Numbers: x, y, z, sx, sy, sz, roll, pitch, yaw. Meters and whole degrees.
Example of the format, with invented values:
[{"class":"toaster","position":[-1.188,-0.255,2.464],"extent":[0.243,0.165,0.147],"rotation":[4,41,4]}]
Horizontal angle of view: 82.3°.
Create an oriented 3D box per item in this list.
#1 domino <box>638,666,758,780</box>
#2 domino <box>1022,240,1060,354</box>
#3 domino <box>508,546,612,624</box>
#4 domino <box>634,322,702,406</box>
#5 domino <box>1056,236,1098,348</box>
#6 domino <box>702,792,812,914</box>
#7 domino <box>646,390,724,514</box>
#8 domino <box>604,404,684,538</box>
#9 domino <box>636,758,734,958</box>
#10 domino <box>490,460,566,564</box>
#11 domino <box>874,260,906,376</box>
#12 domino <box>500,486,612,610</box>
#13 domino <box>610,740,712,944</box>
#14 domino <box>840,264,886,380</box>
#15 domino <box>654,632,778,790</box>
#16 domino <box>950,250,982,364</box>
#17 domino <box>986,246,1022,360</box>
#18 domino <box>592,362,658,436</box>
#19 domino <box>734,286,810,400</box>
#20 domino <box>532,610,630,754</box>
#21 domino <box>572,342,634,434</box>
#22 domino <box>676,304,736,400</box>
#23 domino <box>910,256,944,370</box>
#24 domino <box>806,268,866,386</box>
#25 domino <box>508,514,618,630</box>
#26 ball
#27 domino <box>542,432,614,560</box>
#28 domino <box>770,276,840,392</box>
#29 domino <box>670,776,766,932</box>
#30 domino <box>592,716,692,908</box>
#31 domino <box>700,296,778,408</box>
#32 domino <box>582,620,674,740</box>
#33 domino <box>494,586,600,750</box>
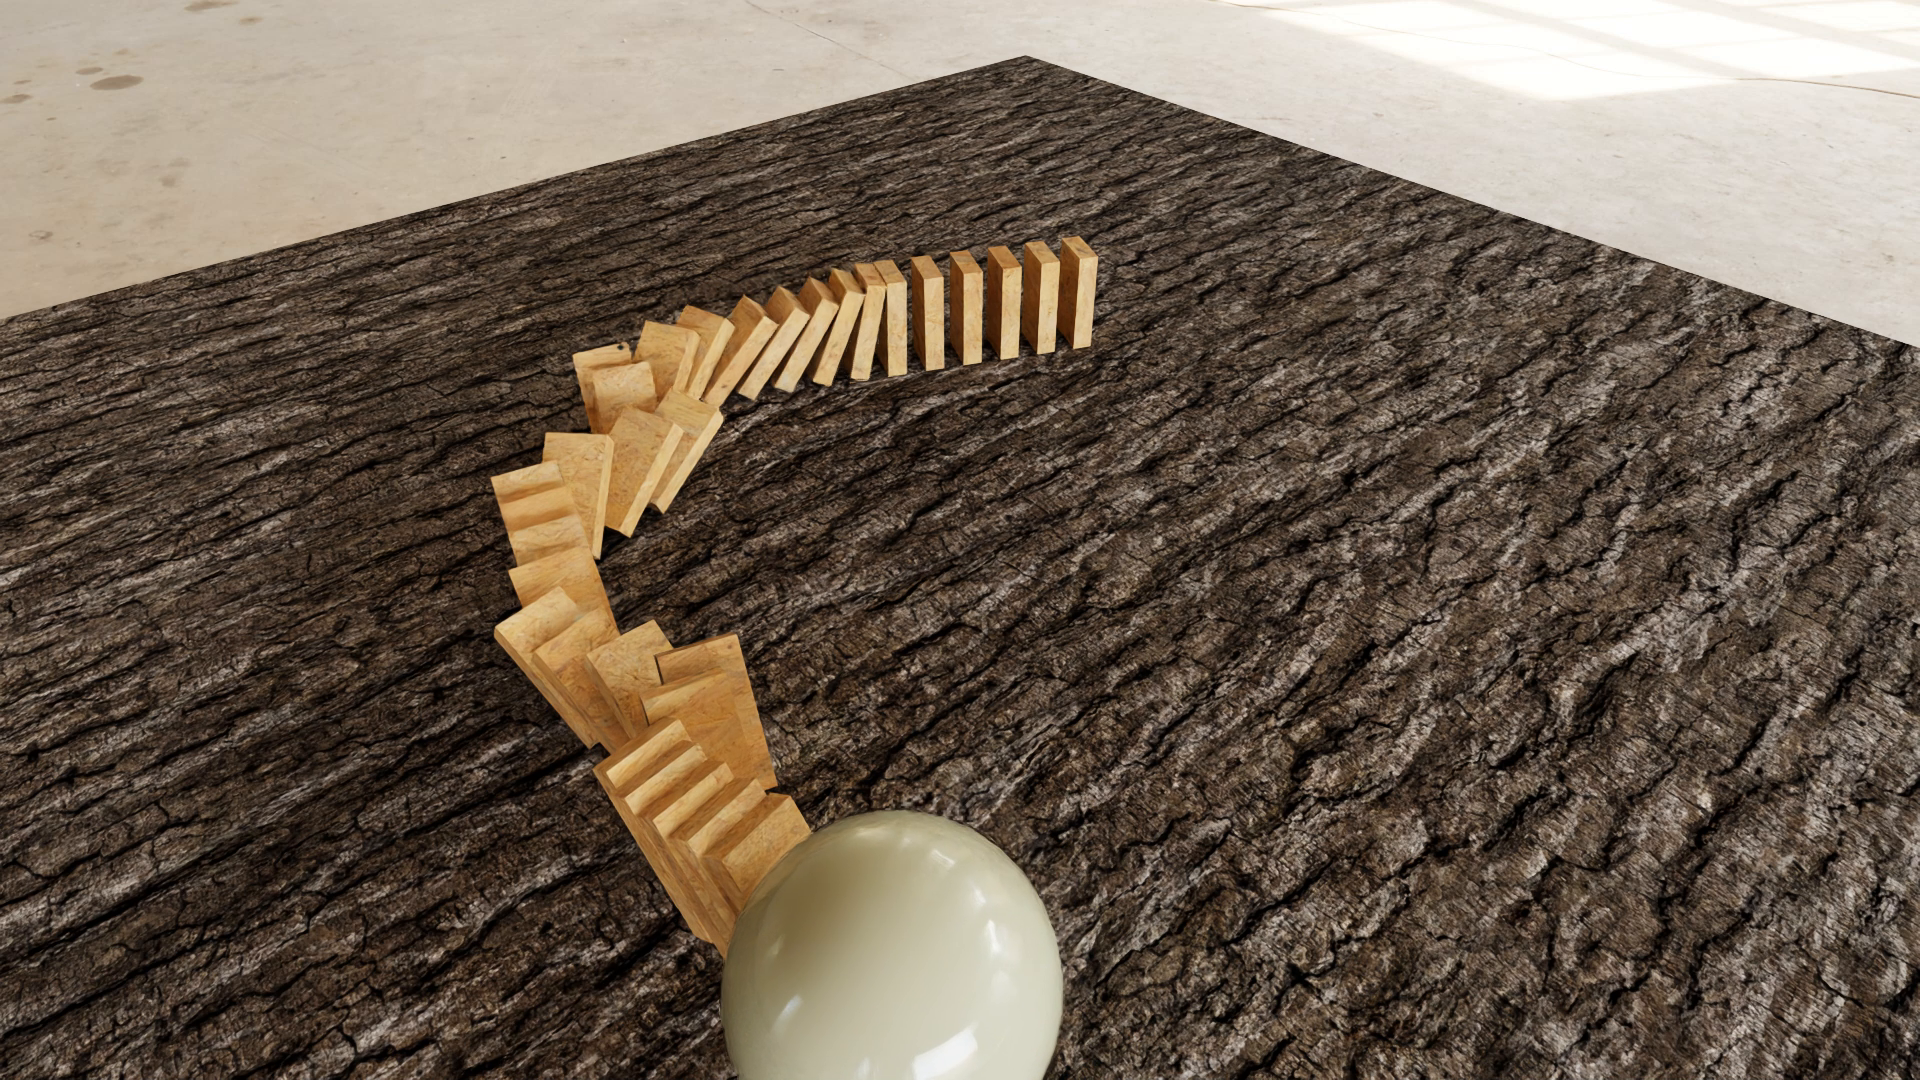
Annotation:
[{"class":"domino","position":[-0.077,0.066,0.332],"extent":[0.025,0.050,0.009],"rotation":[-18,14,-21]},{"class":"domino","position":[0.041,-0.124,0.563],"extent":[0.009,0.050,0.025],"rotation":[-11,40,-13]},{"class":"domino","position":[-0.137,0.030,0.387],"extent":[0.025,0.009,0.050],"rotation":[-21,75,-24]},{"class":"domino","position":[-0.141,-0.075,0.512],"extent":[0.025,0.009,0.050],"rotation":[13,80,15]},{"class":"domino","position":[0.060,-0.127,0.567],"extent":[0.009,0.050,0.025],"rotation":[-11,41,-13]},{"class":"domino","position":[-0.045,0.096,0.296],"extent":[0.009,0.050,0.025],"rotation":[-6,26,46]},{"class":"domino","position":[-0.126,-0.038,0.471],"extent":[0.025,0.010,0.050],"rotation":[23,70,14]},{"class":"domino","position":[-0.138,-0.029,0.456],"extent":[0.025,0.009,0.050],"rotation":[21,79,17]},{"class":"domino","position":[-0.065,0.089,0.305],"extent":[0.010,0.050,0.025],"rotation":[-5,26,49]},{"class":"domino","position":[-0.162,-0.004,0.428],"extent":[0.025,0.010,0.050],"rotation":[-18,75,-16]},{"class":"domino","position":[-0.035,-0.110,0.545],"extent":[0.009,0.050,0.025],"rotation":[-11,41,-16]},{"class":"domino","position":[-0.152,0.007,0.415],"extent":[0.025,0.009,0.050],"rotation":[-19,75,-19]},{"class":"domino","position":[-0.074,0.085,0.310],"extent":[0.009,0.050,0.025],"rotation":[-5,25,49]},{"class":"domino","position":[-0.049,-0.107,0.542],"extent":[0.010,0.050,0.025],"rotation":[-1,37,-23]},{"class":"domino","position":[-0.077,0.057,0.345],"extent":[0.025,0.050,0.010],"rotation":[-16,5,-21]},{"class":"domino","position":[0.003,-0.117,0.554],"extent":[0.010,0.050,0.025],"rotation":[-11,40,-13]},{"class":"domino","position":[0.022,-0.120,0.558],"extent":[0.009,0.050,0.025],"rotation":[-10,40,-13]},{"class":"domino","position":[-0.145,-0.052,0.486],"extent":[0.025,0.009,0.050],"rotation":[-13,75,-13]},{"class":"domino","position":[-0.094,-0.095,0.533],"extent":[0.009,0.050,0.025],"rotation":[24,20,-42]},{"class":"domino","position":[-0.114,0.050,0.363],"extent":[0.050,0.010,0.025],"rotation":[48,53,4]},{"class":"domino","position":[-0.157,-0.063,0.498],"extent":[0.025,0.010,0.050],"rotation":[-16,76,-11]},{"class":"domino","position":[-0.129,-0.085,0.523],"extent":[0.025,0.010,0.050],"rotation":[23,85,26]},{"class":"domino","position":[-0.016,-0.113,0.550],"extent":[0.010,0.050,0.025],"rotation":[-11,41,-13]},{"class":"domino","position":[-0.063,-0.104,0.539],"extent":[0.009,0.050,0.025],"rotation":[8,33,-30]},{"class":"domino","position":[-0.144,0.018,0.402],"extent":[0.025,0.009,0.050],"rotation":[-19,75,-20]},{"class":"ball","position":[-0.016,0.105,0.260],"extent":[0.080,0.080,0.080],"rotation":[0,39,0]},{"class":"domino","position":[-0.156,-0.018,0.444],"extent":[0.025,0.010,0.050],"rotation":[2,75,2]},{"class":"domino","position":[-0.078,-0.100,0.536],"extent":[0.010,0.050,0.025],"rotation":[17,27,-36]},{"class":"domino","position":[-0.055,0.092,0.300],"extent":[0.010,0.050,0.025],"rotation":[-6,27,46]},{"class":"domino","position":[-0.081,0.079,0.317],"extent":[0.010,0.050,0.025],"rotation":[-5,26,49]},{"class":"domino","position":[-0.110,-0.090,0.528],"extent":[0.050,0.010,0.025],"rotation":[-52,48,9]},{"class":"domino","position":[-0.098,0.053,0.358],"extent":[0.025,0.010,0.050],"rotation":[-30,80,-36]},{"class":"domino","position":[-0.130,0.043,0.371],"extent":[0.050,0.009,0.025],"rotation":[48,54,4]}]
